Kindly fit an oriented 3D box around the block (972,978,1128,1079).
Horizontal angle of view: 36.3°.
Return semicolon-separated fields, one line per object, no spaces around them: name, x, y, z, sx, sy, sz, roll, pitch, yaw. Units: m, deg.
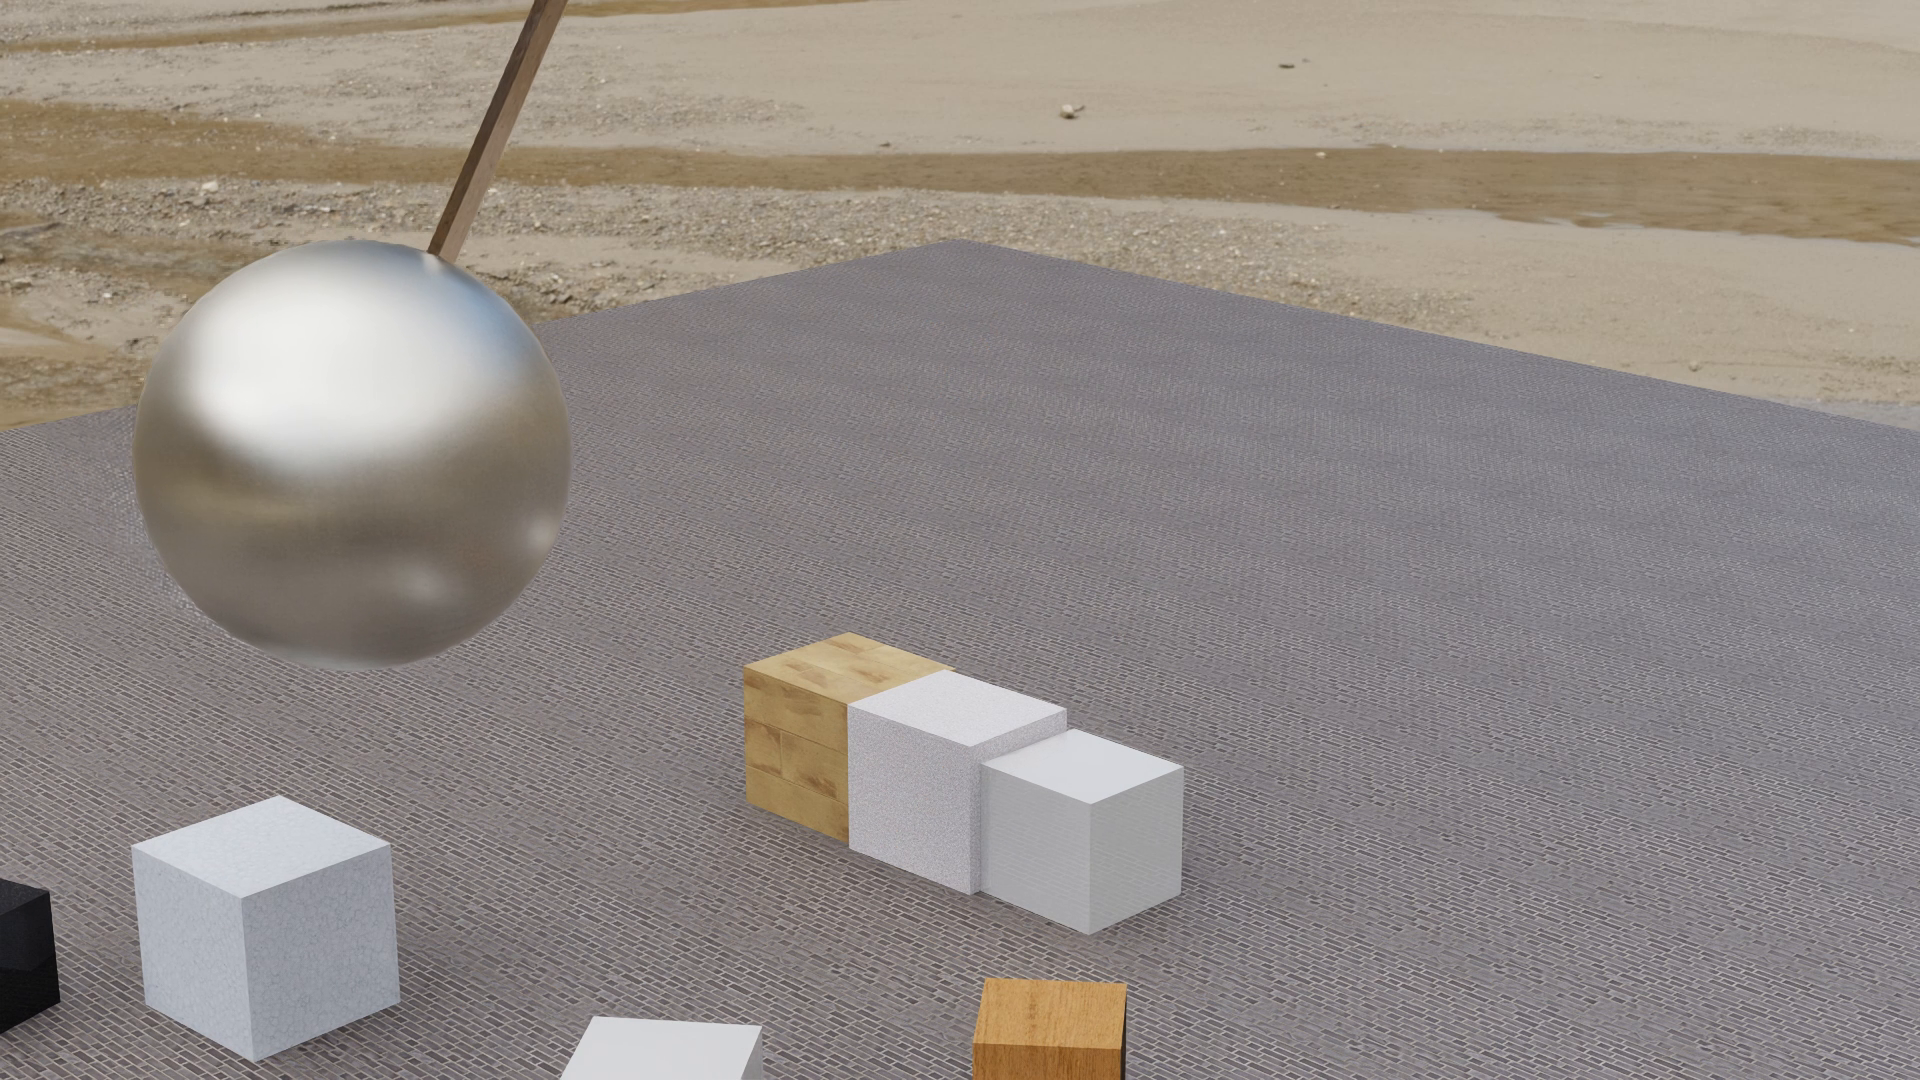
block;0.337;2.027;10.897;0.535;0.598;0.534;2;18;5

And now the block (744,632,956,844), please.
block;-0.530;0.945;14.166;0.751;0.703;0.696;17;24;42

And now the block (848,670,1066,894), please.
block;-0.014;1.111;13.612;0.774;0.719;0.653;16;23;41

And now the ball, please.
ball;-2.245;-0.315;10.890;1.600;1.600;1.600;0;17;0

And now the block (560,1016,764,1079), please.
block;-1.064;2.154;10.397;0.622;0.656;0.667;2;18;7

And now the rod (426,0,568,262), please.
rod;-0.973;-3.449;11.238;0.080;5.200;0.080;17;-8;42

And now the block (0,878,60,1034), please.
block;-4.146;1.724;12.023;0.575;0.501;0.605;9;20;27

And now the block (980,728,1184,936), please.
block;0.546;1.300;13.177;0.666;0.619;0.615;17;24;42

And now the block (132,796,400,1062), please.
block;-2.860;1.587;12.102;0.770;0.715;0.725;15;23;40
